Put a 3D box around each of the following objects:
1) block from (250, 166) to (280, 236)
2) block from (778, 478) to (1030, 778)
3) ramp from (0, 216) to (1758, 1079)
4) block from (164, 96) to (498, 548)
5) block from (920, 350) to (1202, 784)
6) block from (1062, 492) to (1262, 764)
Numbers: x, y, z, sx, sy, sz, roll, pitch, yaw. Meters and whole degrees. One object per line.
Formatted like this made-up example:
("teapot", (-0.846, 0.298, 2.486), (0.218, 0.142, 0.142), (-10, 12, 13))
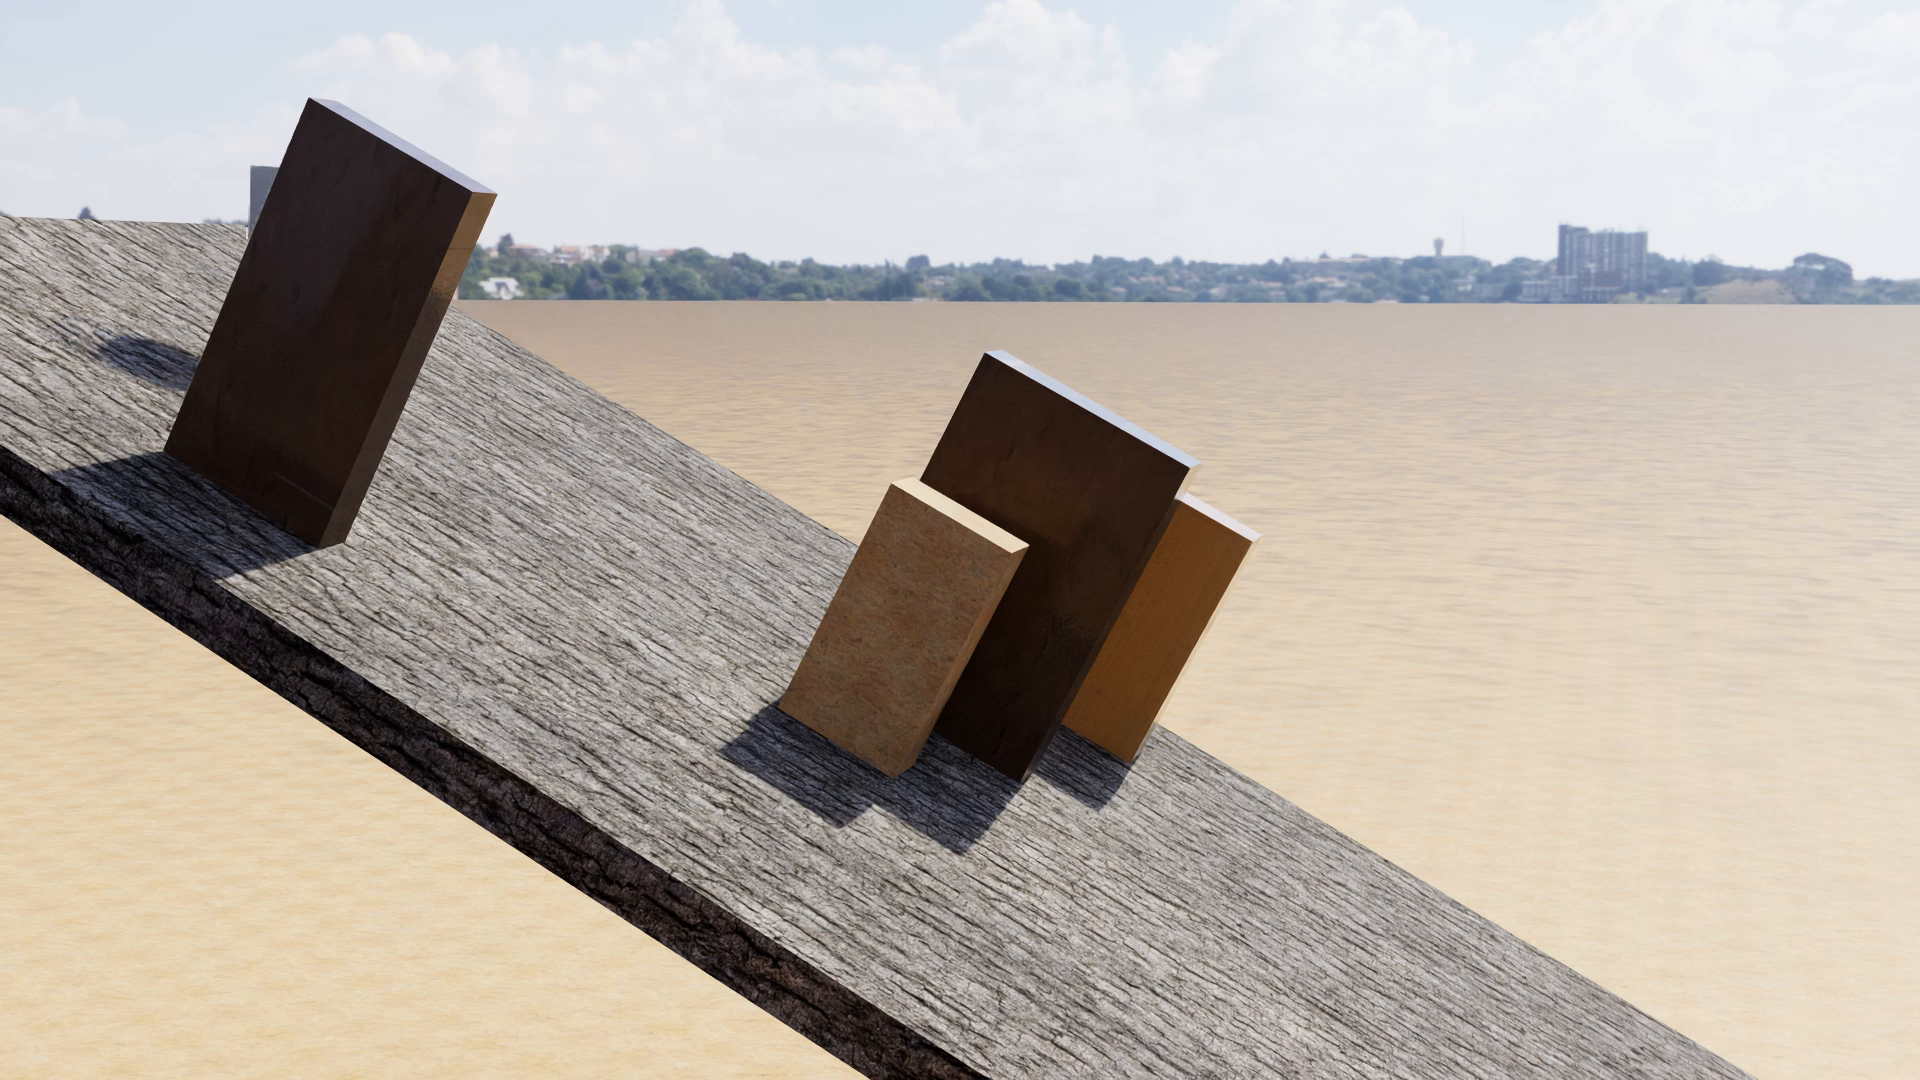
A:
("block", (-1.274, -0.637, 4.230), (0.153, 0.153, 0.153), (2, 8, -8))
("block", (-0.103, 0.156, 3.943), (0.248, 0.468, 0.118), (30, 14, 12))
("ramp", (-0.221, 0.367, 4.147), (4.000, 0.100, 2.000), (30, 14, 12))
("block", (-1.046, -0.356, 3.634), (0.332, 0.656, 0.081), (30, 14, 12))
("block", (0.097, 0.050, 4.222), (0.445, 0.694, 0.119), (30, 14, 12))
("block", (0.366, 0.155, 4.655), (0.308, 0.543, 0.118), (30, 14, 12))
